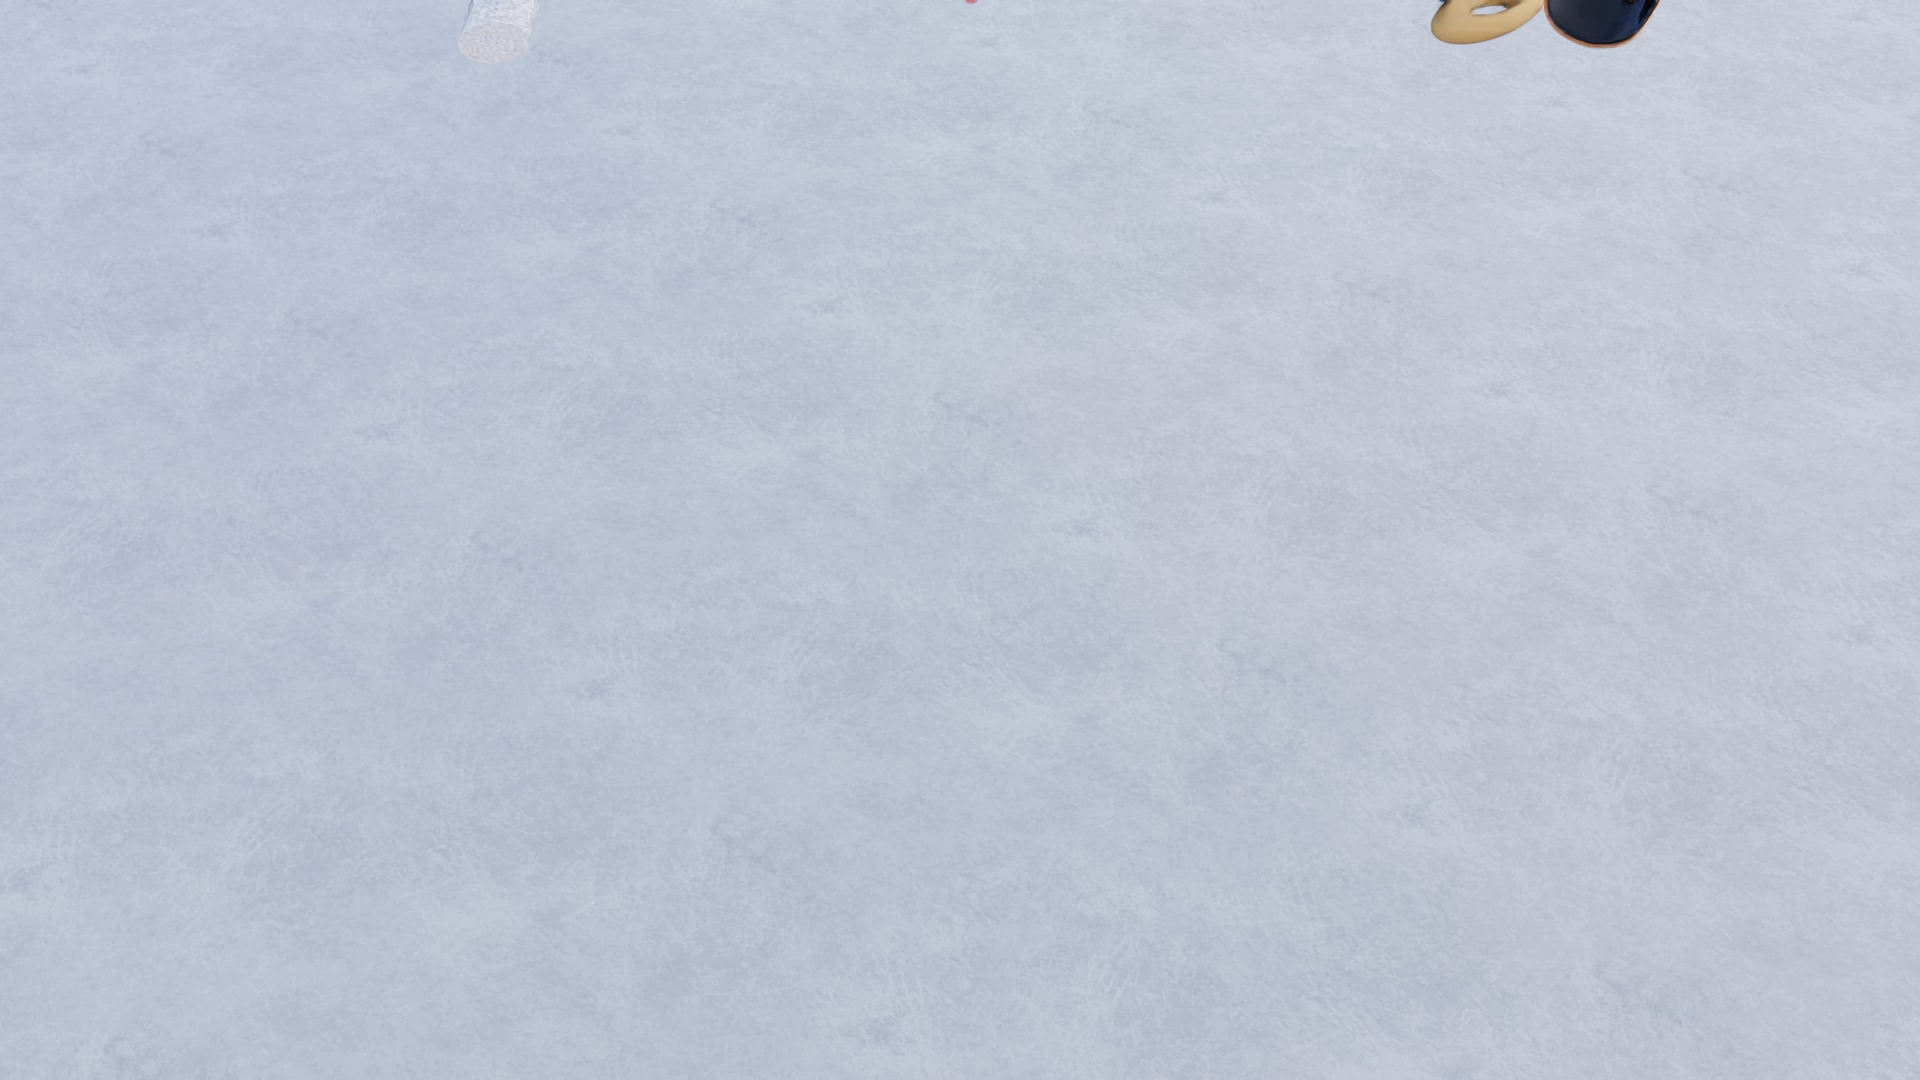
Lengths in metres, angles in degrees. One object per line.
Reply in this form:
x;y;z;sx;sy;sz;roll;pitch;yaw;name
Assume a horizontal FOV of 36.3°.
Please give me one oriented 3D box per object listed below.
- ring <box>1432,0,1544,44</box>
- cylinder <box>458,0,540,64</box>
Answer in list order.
1.692;-1.694;9.378;0.483;0.108;0.184;-23;68;-28;ring
-1.568;-1.773;9.992;0.246;0.154;0.331;-4;37;3;cylinder
